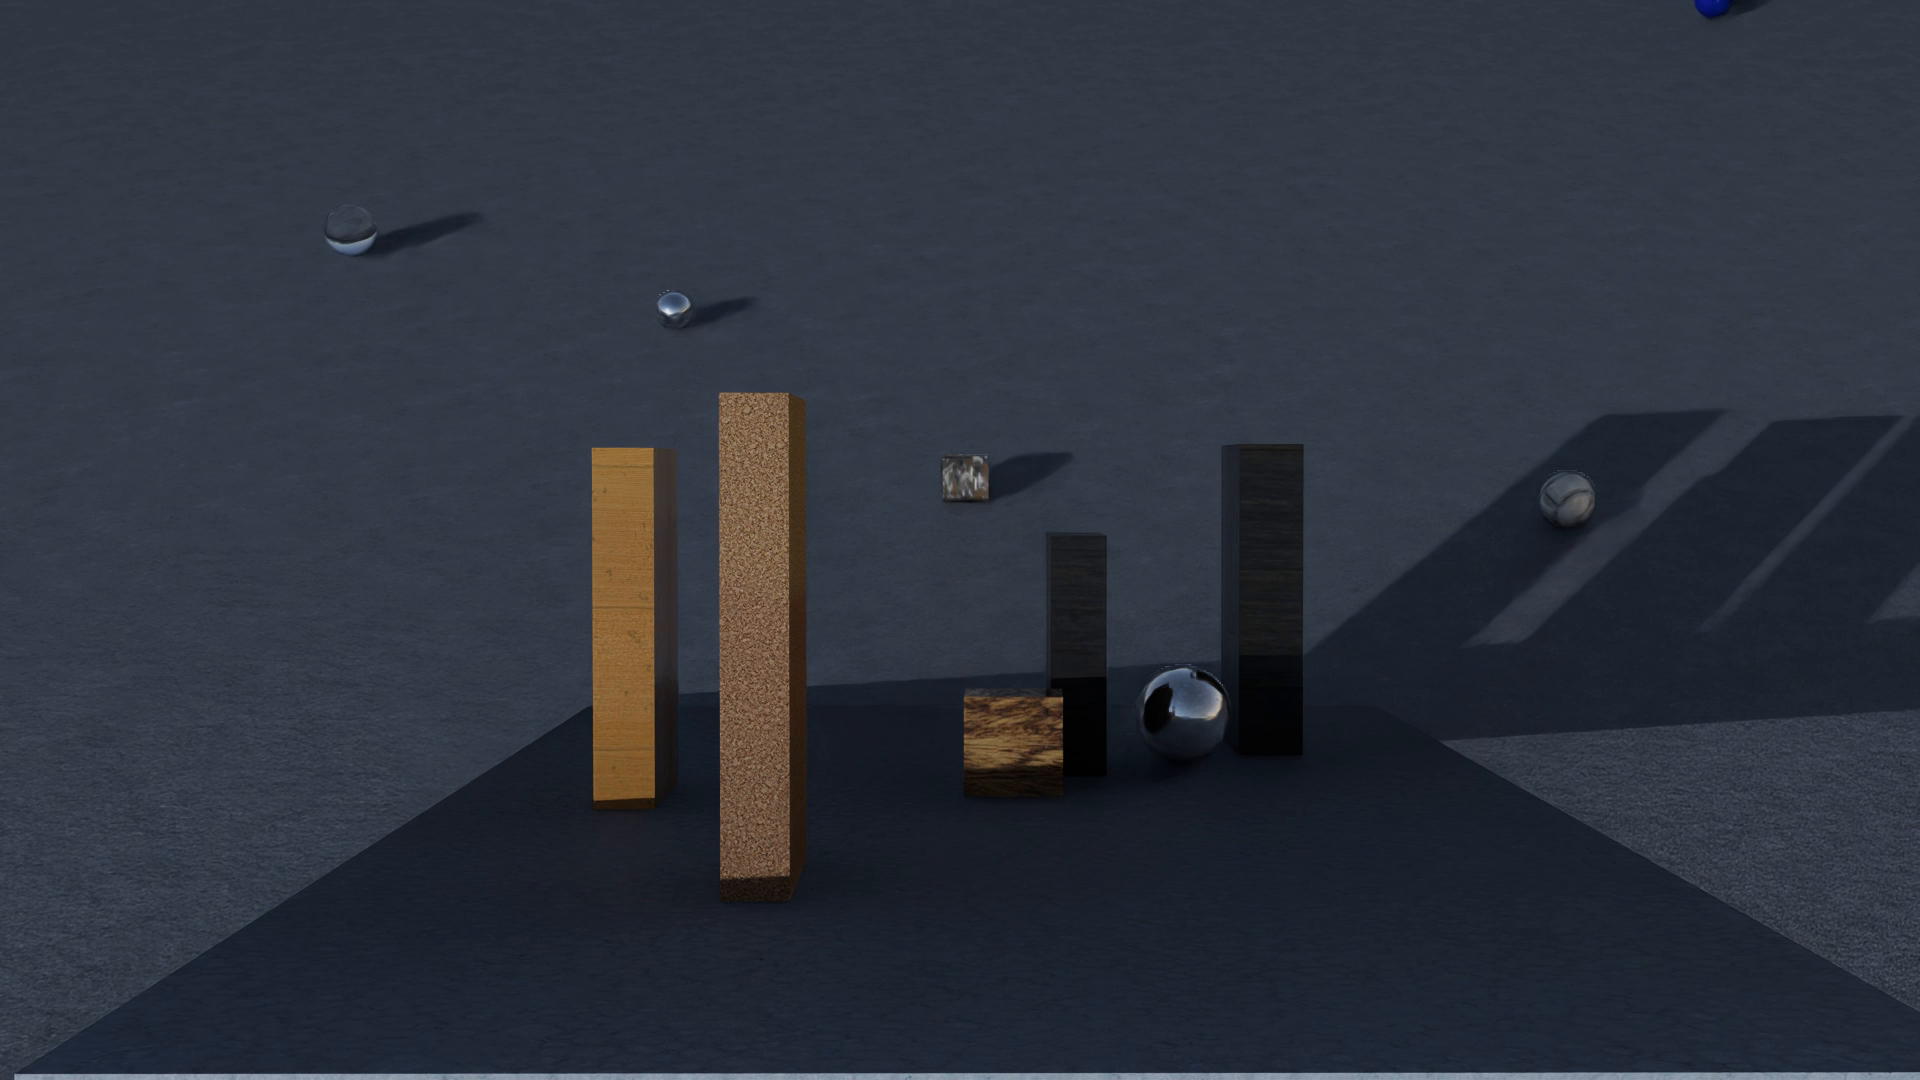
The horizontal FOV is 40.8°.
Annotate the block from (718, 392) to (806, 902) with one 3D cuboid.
[{"bbox_3d":[-0.285,0.144,3.779,0.097,0.706,0.404,0,2,0],"label":"block"}]

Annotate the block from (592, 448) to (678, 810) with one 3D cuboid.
[{"bbox_3d":[-0.595,0.152,4.748,0.109,0.639,0.386,0,2,0],"label":"block"}]

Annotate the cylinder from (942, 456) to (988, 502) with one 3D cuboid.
[{"bbox_3d":[0.014,-0.186,7.887,0.137,0.137,0.137,-1,26,-2],"label":"cylinder"}]

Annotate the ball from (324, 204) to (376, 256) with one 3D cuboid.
[{"bbox_3d":[-2.344,-1.191,9.916,0.200,0.200,0.200,0,26,0],"label":"ball"}]

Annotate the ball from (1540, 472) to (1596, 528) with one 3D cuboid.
[{"bbox_3d":[1.817,-0.121,7.719,0.164,0.164,0.164,0,26,0],"label":"ball"}]

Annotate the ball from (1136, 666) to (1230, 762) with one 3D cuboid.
[{"bbox_3d":[0.458,0.359,5.309,0.195,0.195,0.195,0,26,0],"label":"ball"}]

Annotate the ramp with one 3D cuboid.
[{"bbox_3d":[0.058,0.526,4.564,2.000,0.100,4.000,0,2,0],"label":"ramp"}]

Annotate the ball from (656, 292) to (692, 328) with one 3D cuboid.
[{"bbox_3d":[-1.021,-0.820,9.220,0.131,0.131,0.131,0,26,0],"label":"ball"}]

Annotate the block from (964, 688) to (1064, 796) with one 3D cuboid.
[{"bbox_3d":[0.101,0.377,4.834,0.182,0.182,0.182,0,2,1],"label":"block"}]

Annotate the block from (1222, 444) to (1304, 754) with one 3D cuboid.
[{"bbox_3d":[0.653,0.121,5.599,0.135,0.654,0.364,0,2,0],"label":"block"}]

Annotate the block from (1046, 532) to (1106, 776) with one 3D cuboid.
[{"bbox_3d":[0.232,0.224,5.172,0.109,0.471,0.255,0,2,0],"label":"block"}]

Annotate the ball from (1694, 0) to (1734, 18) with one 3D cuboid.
[{"bbox_3d":[3.871,-2.782,13.246,0.199,0.199,0.199,0,26,0],"label":"ball"}]
